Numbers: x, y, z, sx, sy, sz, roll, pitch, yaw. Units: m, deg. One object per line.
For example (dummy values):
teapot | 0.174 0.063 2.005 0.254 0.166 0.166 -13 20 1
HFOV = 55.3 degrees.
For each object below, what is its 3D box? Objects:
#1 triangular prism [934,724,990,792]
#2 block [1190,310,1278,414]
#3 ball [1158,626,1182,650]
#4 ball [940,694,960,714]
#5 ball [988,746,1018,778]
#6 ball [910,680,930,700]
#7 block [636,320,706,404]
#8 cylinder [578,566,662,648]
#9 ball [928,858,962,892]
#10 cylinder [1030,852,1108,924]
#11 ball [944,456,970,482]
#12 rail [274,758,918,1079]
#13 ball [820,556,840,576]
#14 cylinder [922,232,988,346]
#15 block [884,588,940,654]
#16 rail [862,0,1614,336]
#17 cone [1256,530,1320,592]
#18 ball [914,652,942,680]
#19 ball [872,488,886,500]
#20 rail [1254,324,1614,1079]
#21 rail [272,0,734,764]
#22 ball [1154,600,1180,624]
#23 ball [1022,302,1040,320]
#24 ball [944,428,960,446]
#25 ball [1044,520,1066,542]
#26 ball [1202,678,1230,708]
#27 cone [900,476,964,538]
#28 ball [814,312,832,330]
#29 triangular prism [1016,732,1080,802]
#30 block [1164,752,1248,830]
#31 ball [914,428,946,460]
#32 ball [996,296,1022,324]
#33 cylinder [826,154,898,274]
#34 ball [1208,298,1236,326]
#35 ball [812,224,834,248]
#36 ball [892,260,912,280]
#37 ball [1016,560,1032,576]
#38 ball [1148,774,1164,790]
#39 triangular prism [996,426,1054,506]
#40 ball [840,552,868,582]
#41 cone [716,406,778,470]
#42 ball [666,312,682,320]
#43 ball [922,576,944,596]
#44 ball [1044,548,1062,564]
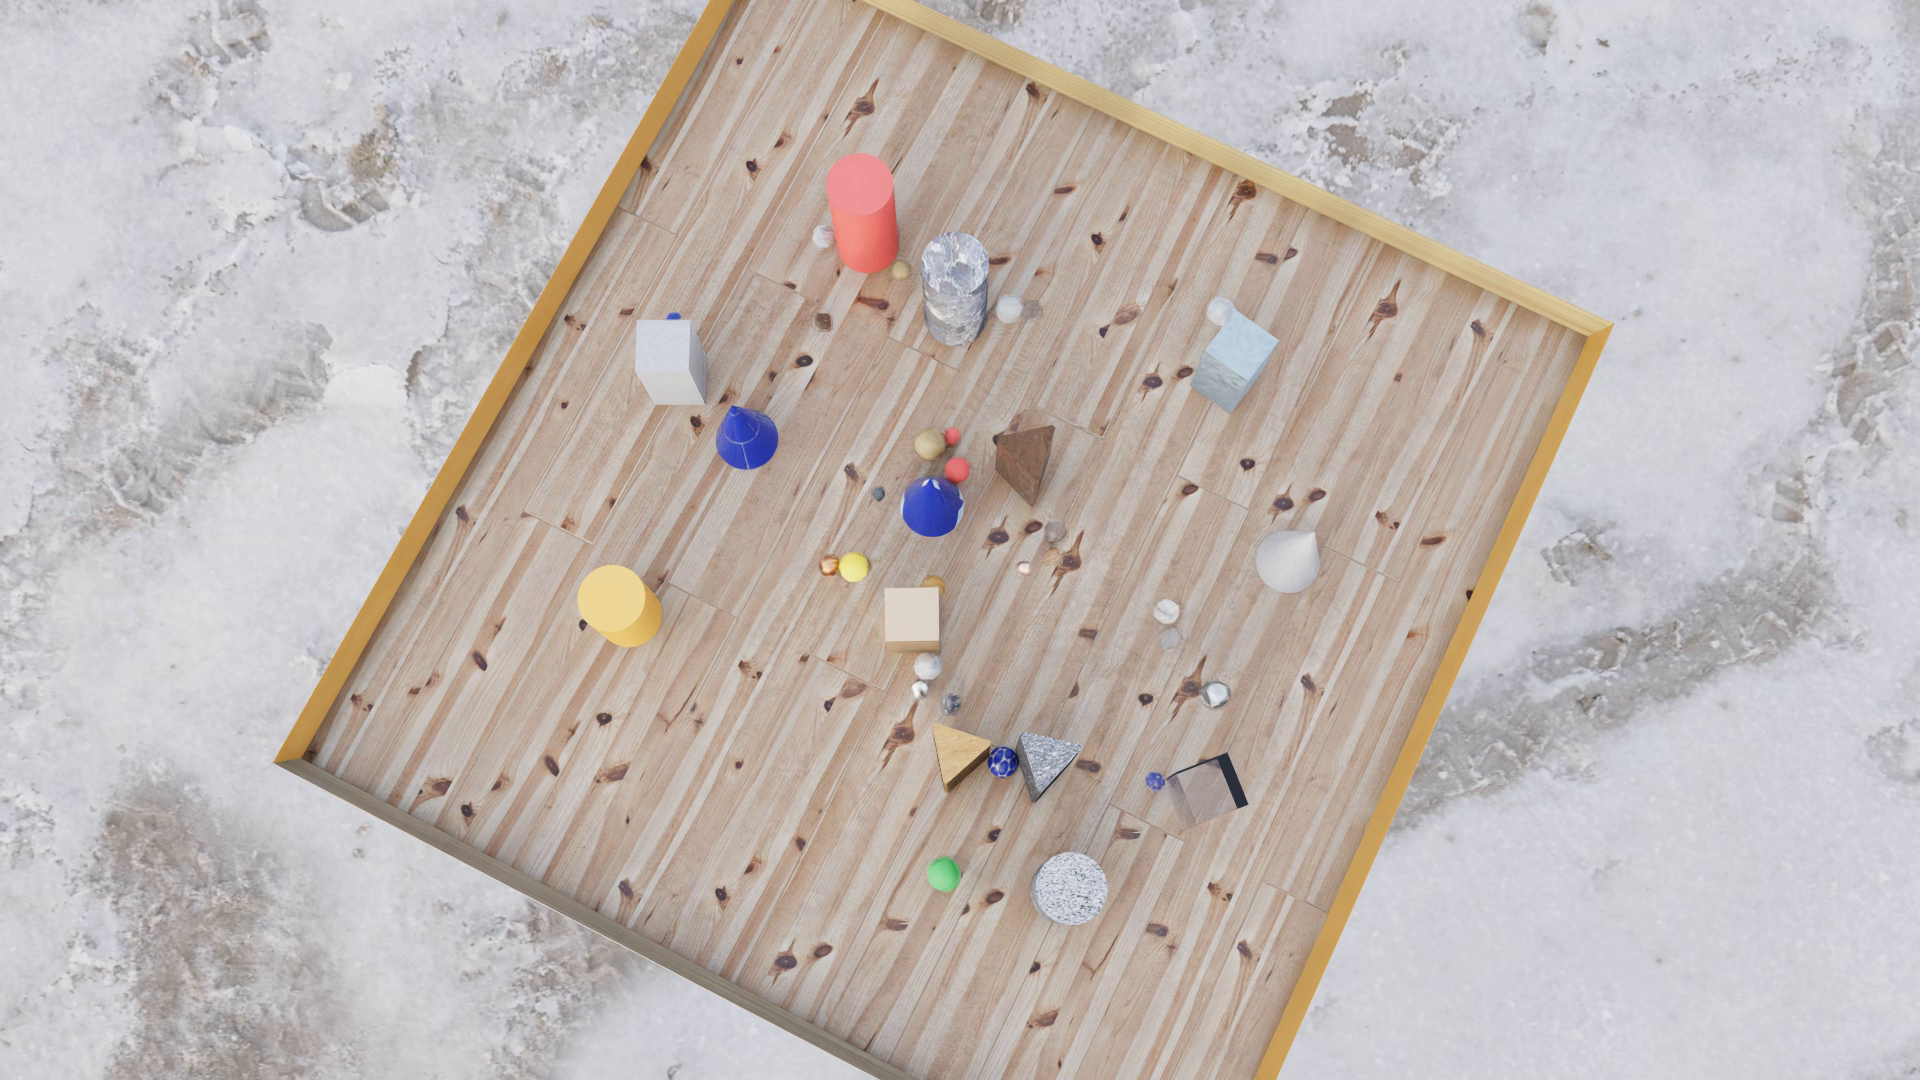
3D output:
triangular prism | -0.027 0.605 5.285 0.169 0.403 0.147 -41 81 -8
block | 0.826 -0.534 5.544 0.157 0.358 0.157 36 81 7
ball | 0.632 0.296 5.516 0.076 0.076 0.076 0 78 0
ball | -0.028 0.491 5.485 0.058 0.058 0.058 0 78 0
ball | 0.128 0.659 5.432 0.093 0.093 0.093 0 78 0
ball | -0.121 0.449 5.494 0.058 0.058 0.058 0 78 0
block | -0.870 -0.534 5.544 0.157 0.359 0.157 0 78 0
cylinder | -1.003 0.198 5.420 0.196 0.304 0.196 0 78 0
ball | -0.046 0.980 5.364 0.097 0.097 0.097 0 78 0
cylinder | 0.304 0.992 5.199 0.196 0.416 0.196 0 78 0
ball | -0.007 -0.215 5.620 0.080 0.080 0.080 0 78 0
rail | -0.660 1.300 5.282 2.994 0.127 0.045 26 80 5
ball | -0.396 0.079 5.568 0.064 0.064 0.064 0 78 0
cylinder | -0.014 -0.751 5.530 0.196 0.473 0.196 0 78 0
block | -0.140 0.241 5.442 0.157 0.245 0.157 -1 78 0
rail | 0.660 -1.286 5.817 2.994 0.127 0.045 26 80 5
cone | 1.003 0.021 5.389 0.196 0.437 0.196 0 78 0
ball | -0.097 0.379 5.496 0.083 0.083 0.083 0 78 0
ball | -0.250 -0.141 5.625 0.041 0.041 0.041 0 78 0
rail | 1.318 0.652 5.416 0.045 0.127 3.000 26 80 5
rail | -1.318 -0.639 5.683 0.045 0.127 3.000 26 80 5
ball | 0.625 0.217 5.534 0.074 0.074 0.074 0 78 0
ball | 0.225 -0.719 5.737 0.056 0.056 0.056 0 78 0
ball | -0.027 -0.319 5.656 0.052 0.052 0.052 0 78 0
ball | 0.290 -0.027 5.587 0.069 0.069 0.069 0 78 0
ball | 0.766 0.458 5.478 0.086 0.086 0.086 0 78 0
cone | -0.085 -0.141 5.462 0.196 0.361 0.196 0 78 0
ball | -0.428 -0.684 5.730 0.055 0.055 0.055 0 78 0
triangular prism | 0.221 0.625 5.243 0.147 0.478 0.169 42 81 8
block | 0.708 0.730 5.299 0.157 0.327 0.157 -20 79 -4
ball | -0.092 -0.295 5.628 0.098 0.098 0.098 0 78 0
ball | 0.153 -0.719 5.721 0.086 0.086 0.086 0 78 0
cylinder | -0.292 -0.987 5.576 0.196 0.481 0.196 0 78 0
ball | 0.816 -0.712 5.720 0.087 0.087 0.087 0 78 0
ball | -0.430 -0.958 5.779 0.071 0.071 0.071 0 78 0
ball | -0.181 -0.848 5.759 0.064 0.064 0.064 0 78 0
ball | 0.195 0.085 5.576 0.045 0.045 0.045 0 78 0
ball | 0.581 0.719 5.441 0.052 0.052 0.052 0 78 0
triangular prism | 0.220 -0.247 5.487 0.147 0.354 0.169 -42 81 -8
ball | -0.321 0.083 5.554 0.089 0.089 0.089 0 78 0
cone | -0.660 -0.351 5.492 0.196 0.387 0.196 0 78 0
ball | -0.895 -0.689 5.735 0.047 0.047 0.047 0 78 0
ball | -0.082 0.141 5.552 0.070 0.070 0.070 0 78 0
ball | 0.282 0.048 5.580 0.053 0.053 0.053 0 78 0
